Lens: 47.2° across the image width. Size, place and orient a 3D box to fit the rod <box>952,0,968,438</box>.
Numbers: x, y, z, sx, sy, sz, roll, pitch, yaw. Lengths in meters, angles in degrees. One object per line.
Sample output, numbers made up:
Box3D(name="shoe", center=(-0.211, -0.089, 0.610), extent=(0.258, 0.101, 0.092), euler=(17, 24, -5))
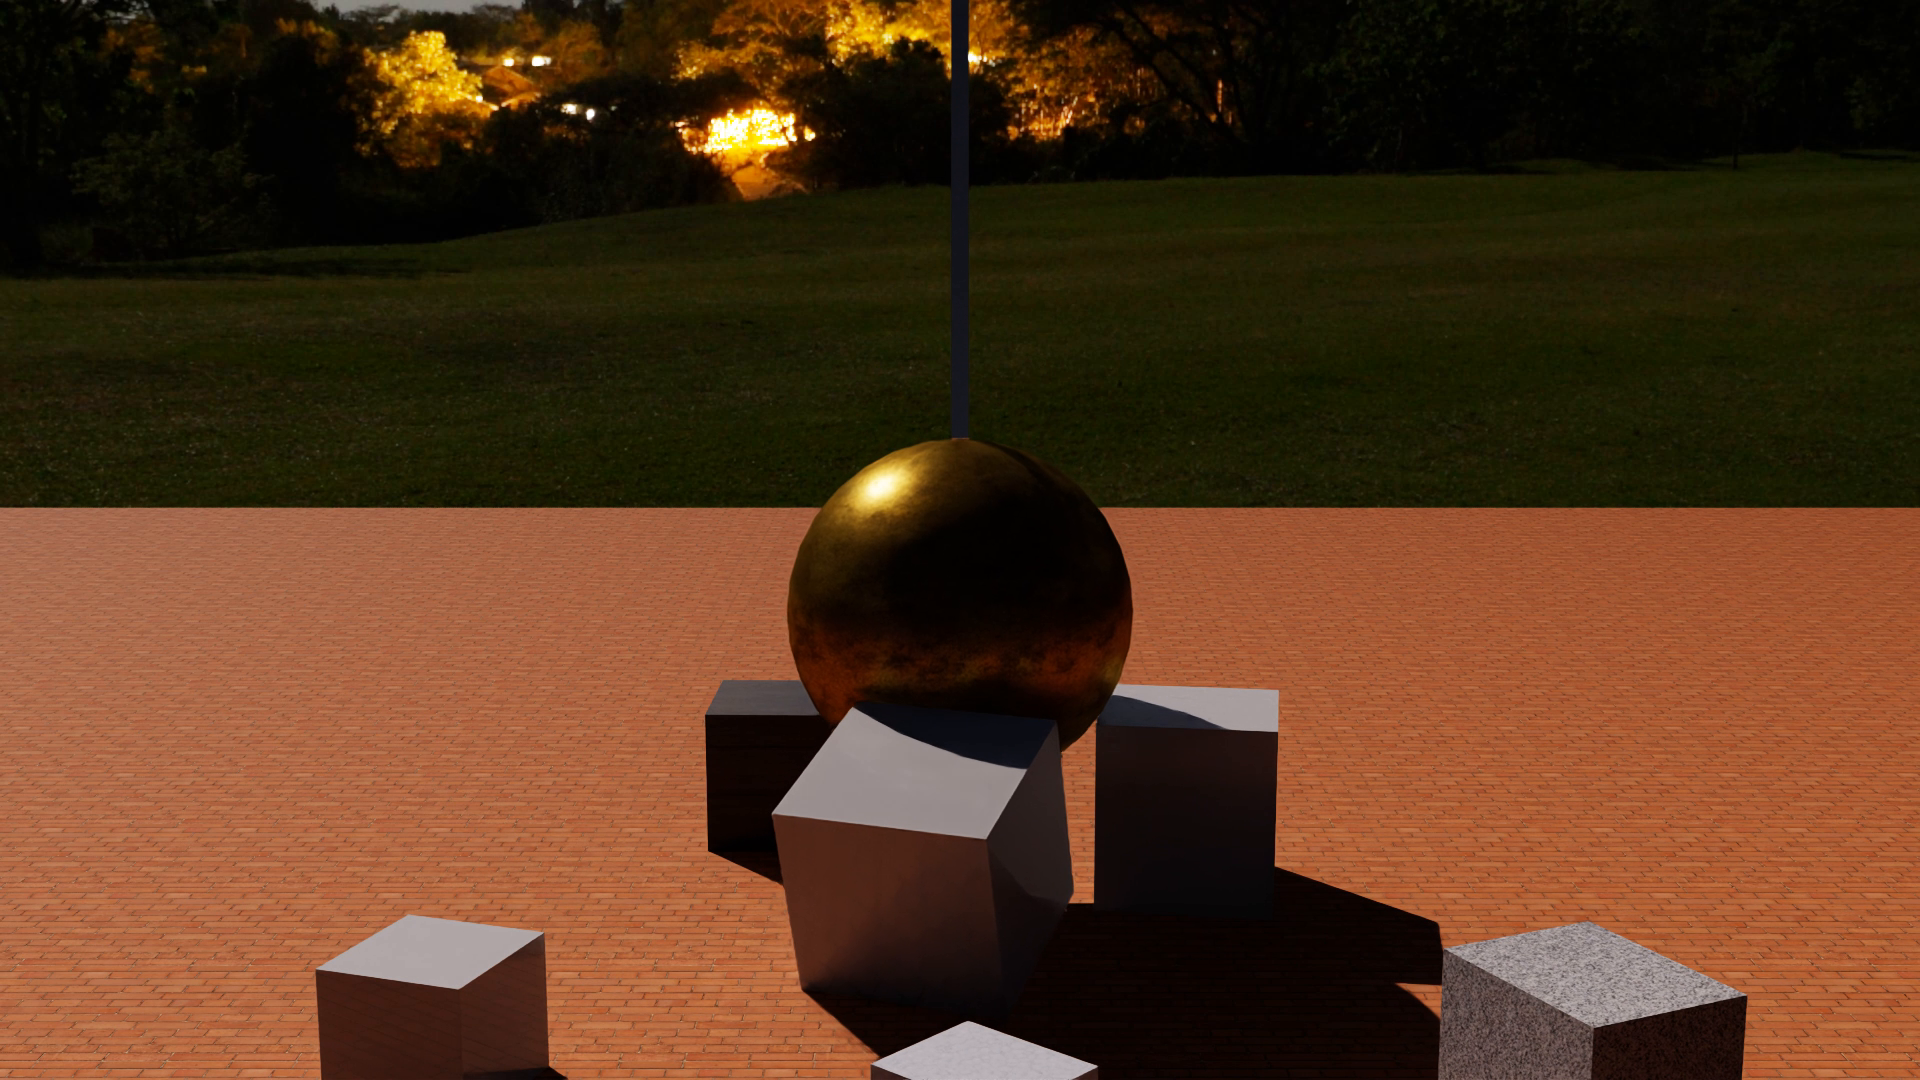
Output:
Box3D(name="rod", center=(0.000, -3.069, 10.150), extent=(0.080, 5.200, 0.080), euler=(0, 0, 0))

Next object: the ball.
Box3D(name="ball", center=(0.000, 0.331, 10.150), extent=(1.600, 1.600, 1.600), euler=(0, 10, 0))

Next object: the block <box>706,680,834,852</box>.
Box3D(name="block", center=(-0.941, 1.148, 11.289), extent=(0.627, 0.703, 0.711), euler=(0, 10, 1))

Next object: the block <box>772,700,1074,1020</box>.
Box3D(name="block", center=(-0.129, 1.320, 9.228), extent=(0.919, 0.878, 0.895), euler=(4, 28, 21))

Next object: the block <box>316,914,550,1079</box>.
Box3D(name="block", center=(-1.958, 1.789, 8.213), extent=(0.598, 0.541, 0.604), euler=(4, 11, 19))

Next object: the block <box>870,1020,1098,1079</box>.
Box3D(name="block", center=(0.078, 1.970, 7.107), extent=(0.559, 0.581, 0.473), euler=(9, 14, 41))

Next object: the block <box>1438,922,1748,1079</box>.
Box3D(name="block", center=(2.109, 1.818, 7.416), extent=(0.635, 0.769, 0.760), euler=(-5, 11, -25))

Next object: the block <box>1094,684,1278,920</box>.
Box3D(name="block", center=(1.079, 1.219, 10.383), extent=(0.820, 0.888, 0.774), euler=(2, 10, 8))
